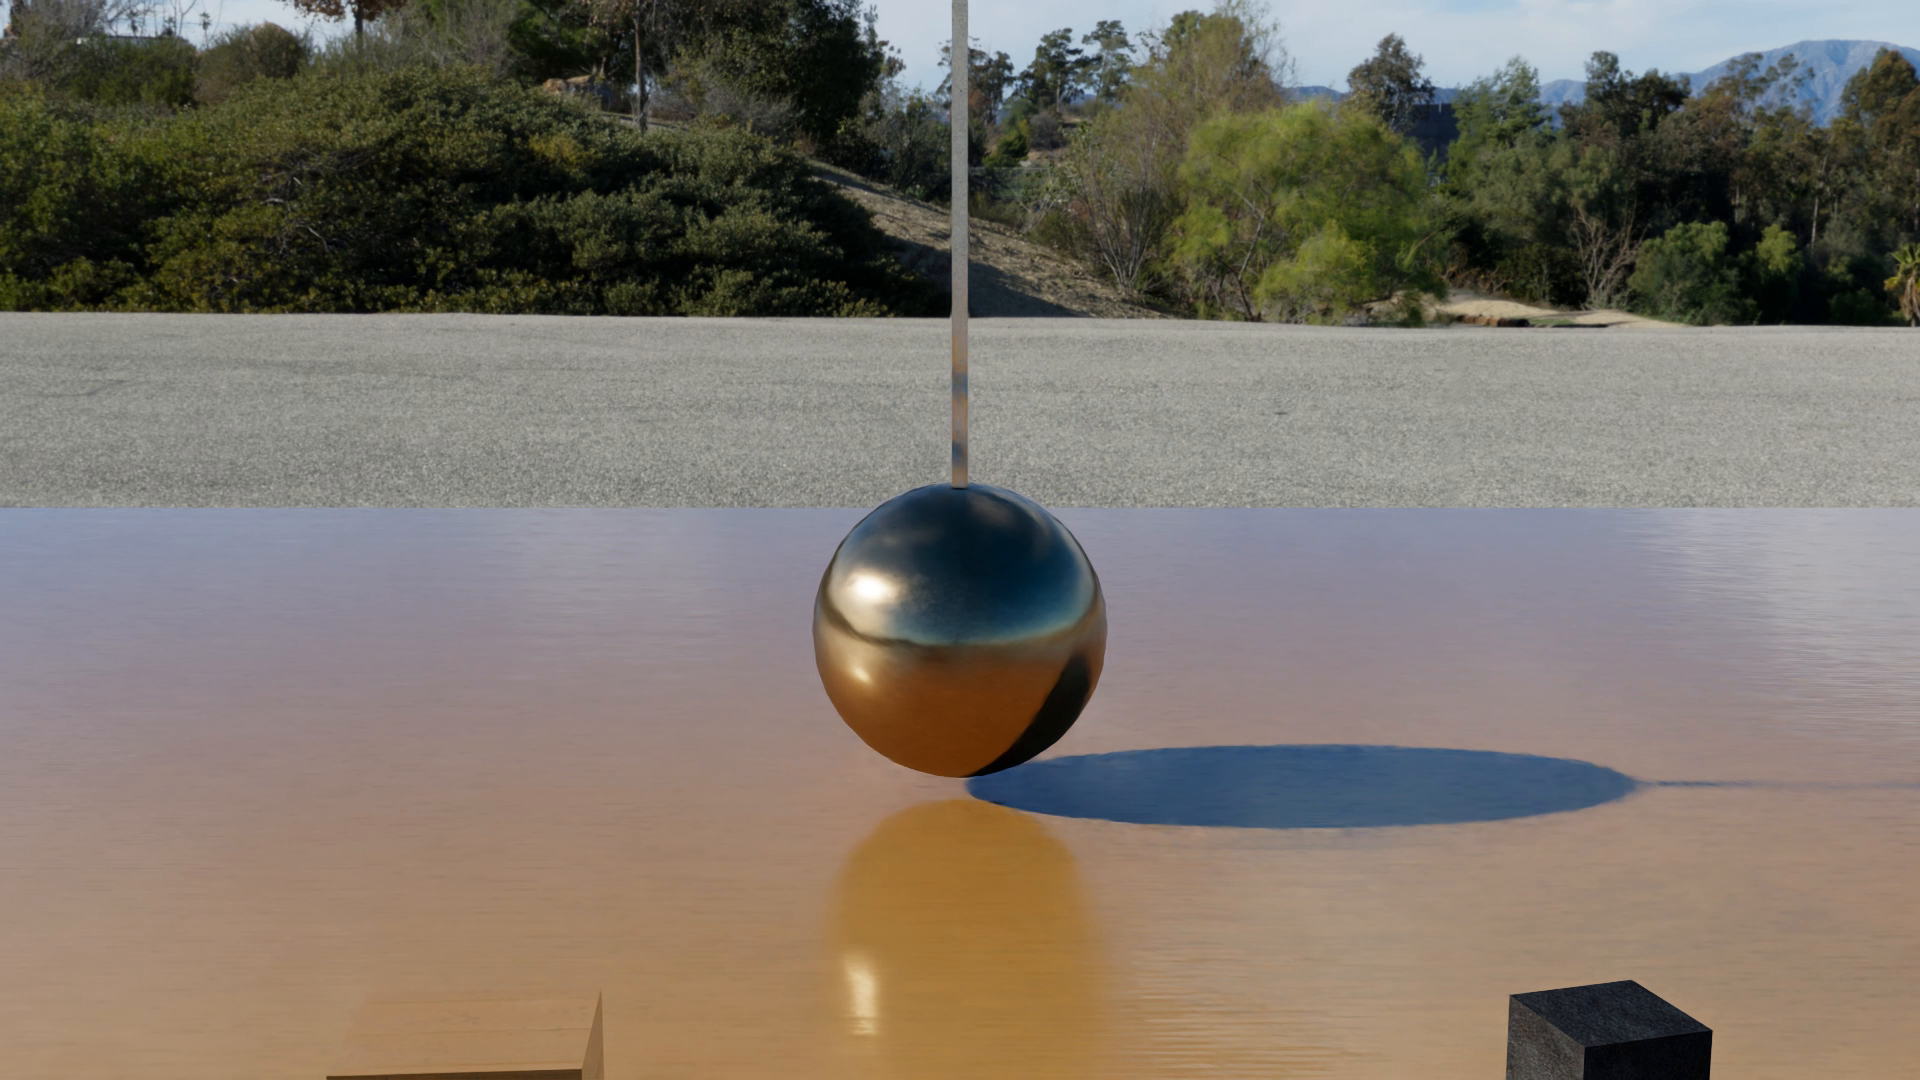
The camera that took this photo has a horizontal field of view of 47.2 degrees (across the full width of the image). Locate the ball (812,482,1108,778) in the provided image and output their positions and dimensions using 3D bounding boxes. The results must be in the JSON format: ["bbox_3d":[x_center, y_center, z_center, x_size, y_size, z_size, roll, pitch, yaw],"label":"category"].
[{"bbox_3d":[0.000,0.483,11.920,1.600,1.600,1.600,0,10,0],"label":"ball"}]

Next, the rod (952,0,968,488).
[{"bbox_3d":[0.000,-2.778,10.958,0.080,5.200,0.080,0,16,0],"label":"rod"}]

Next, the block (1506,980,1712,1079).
[{"bbox_3d":[2.224,1.894,7.585,0.490,0.560,0.472,-3,11,-17],"label":"block"}]

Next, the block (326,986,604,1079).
[{"bbox_3d":[-1.515,1.904,6.881,0.745,0.792,0.649,-1,10,-4],"label":"block"}]
